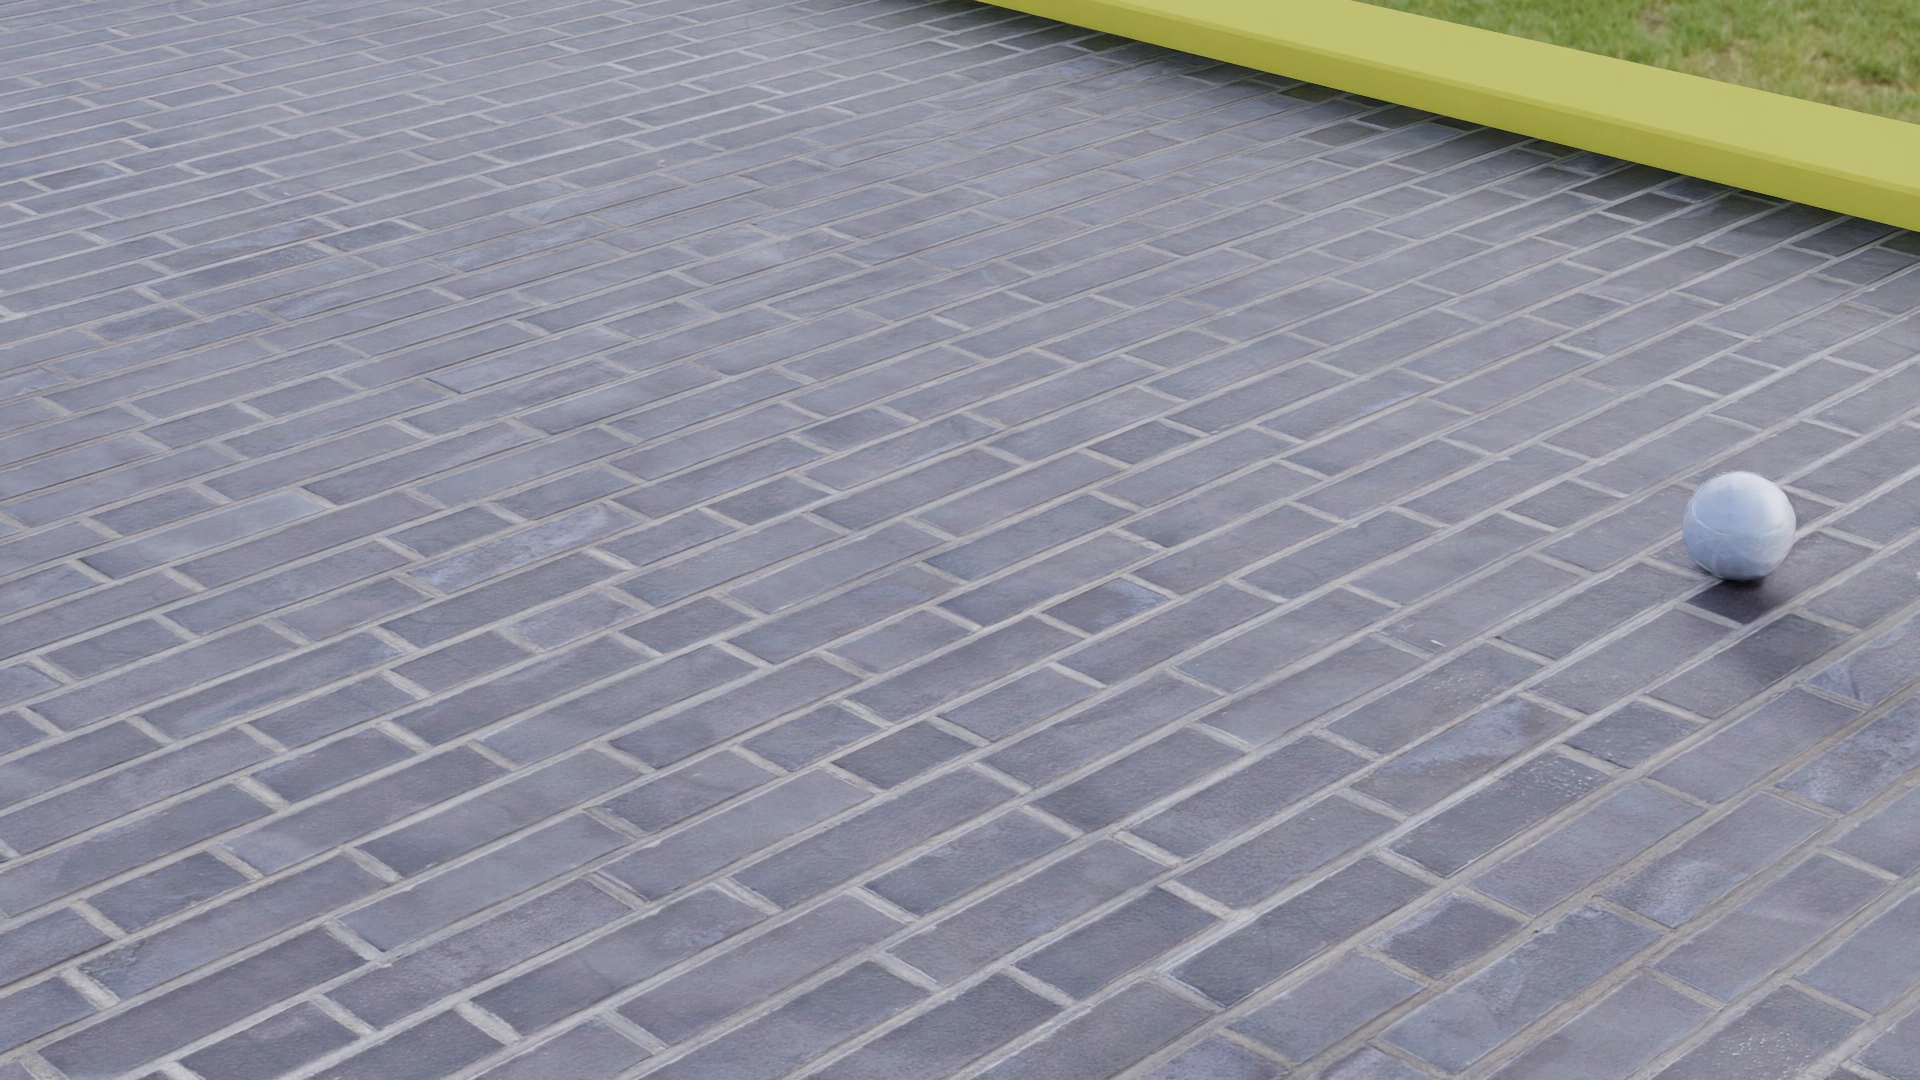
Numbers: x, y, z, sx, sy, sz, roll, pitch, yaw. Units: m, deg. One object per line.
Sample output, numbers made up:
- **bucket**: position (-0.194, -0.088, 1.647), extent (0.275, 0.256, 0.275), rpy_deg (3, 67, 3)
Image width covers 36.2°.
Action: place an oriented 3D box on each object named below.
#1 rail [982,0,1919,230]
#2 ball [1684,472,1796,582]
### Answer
- **rail**: position (0.139, -0.716, 3.801), extent (0.045, 0.109, 4.391), rpy_deg (-22, 32, -40)
- **ball**: position (0.601, -0.010, 2.267), extent (0.084, 0.084, 0.084), rpy_deg (0, 24, 0)
